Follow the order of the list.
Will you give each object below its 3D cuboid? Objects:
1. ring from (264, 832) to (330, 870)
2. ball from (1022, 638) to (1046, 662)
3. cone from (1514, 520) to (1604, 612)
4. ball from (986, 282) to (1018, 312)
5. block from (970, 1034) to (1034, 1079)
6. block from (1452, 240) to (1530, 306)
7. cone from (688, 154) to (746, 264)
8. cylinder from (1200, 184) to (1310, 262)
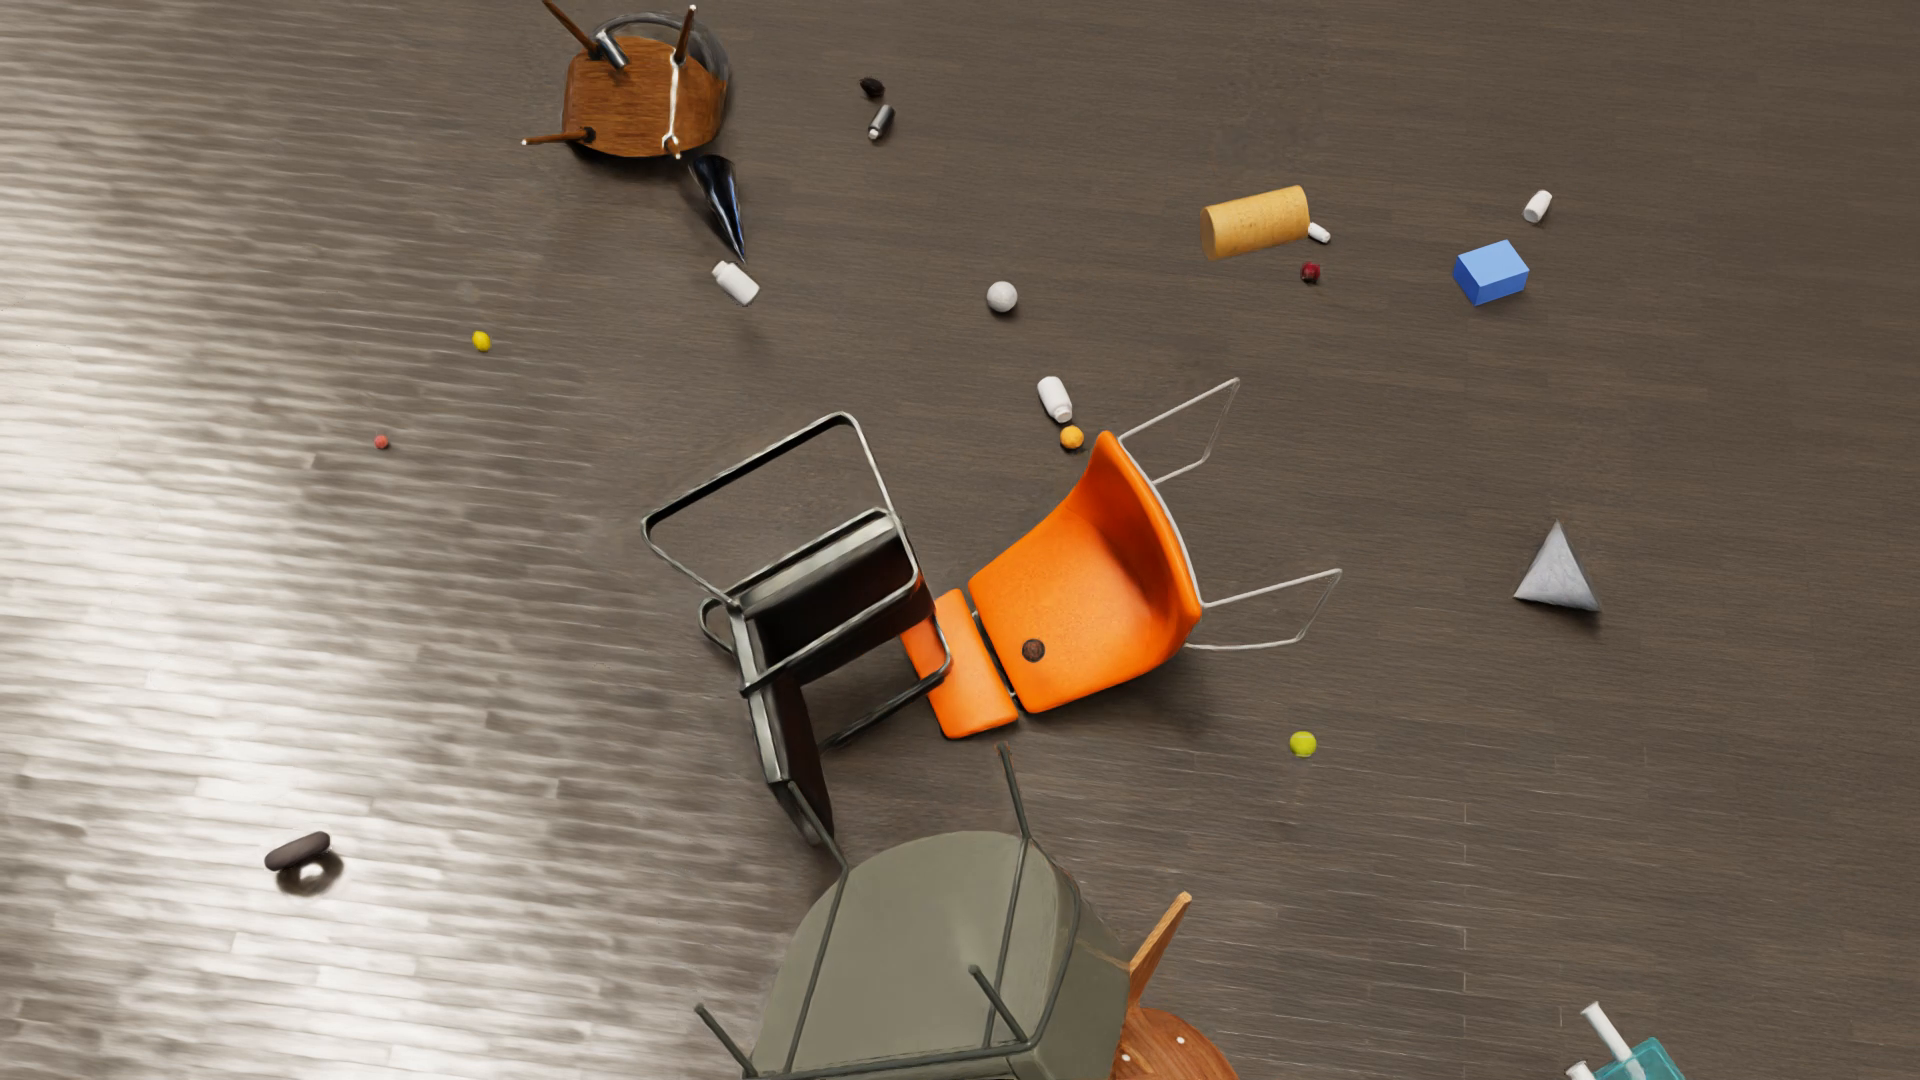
[{"bbox_3d":[-1.786,0.838,5.929,0.184,0.155,0.055,-23,87,-9],"label":"ring"},{"bbox_3d":[0.204,0.306,6.092,0.067,0.067,0.067,0,56,0],"label":"ball"},{"bbox_3d":[1.713,0.121,6.424,0.212,0.244,0.331,-27,45,17],"label":"cone"},{"bbox_3d":[0.135,-0.779,7.037,0.099,0.099,0.099,0,56,0],"label":"ball"},{"bbox_3d":[0.105,1.341,5.617,0.148,0.094,0.068,-22,59,-14],"label":"block"},{"bbox_3d":[1.712,-0.862,7.095,0.181,0.096,0.143,-19,58,-12],"label":"block"},{"bbox_3d":[-0.755,-1.054,7.195,0.134,0.333,0.347,-20,83,8],"label":"cone"},{"bbox_3d":[0.860,-0.927,6.432,0.290,0.173,0.133,-14,46,-9],"label":"cylinder"}]
